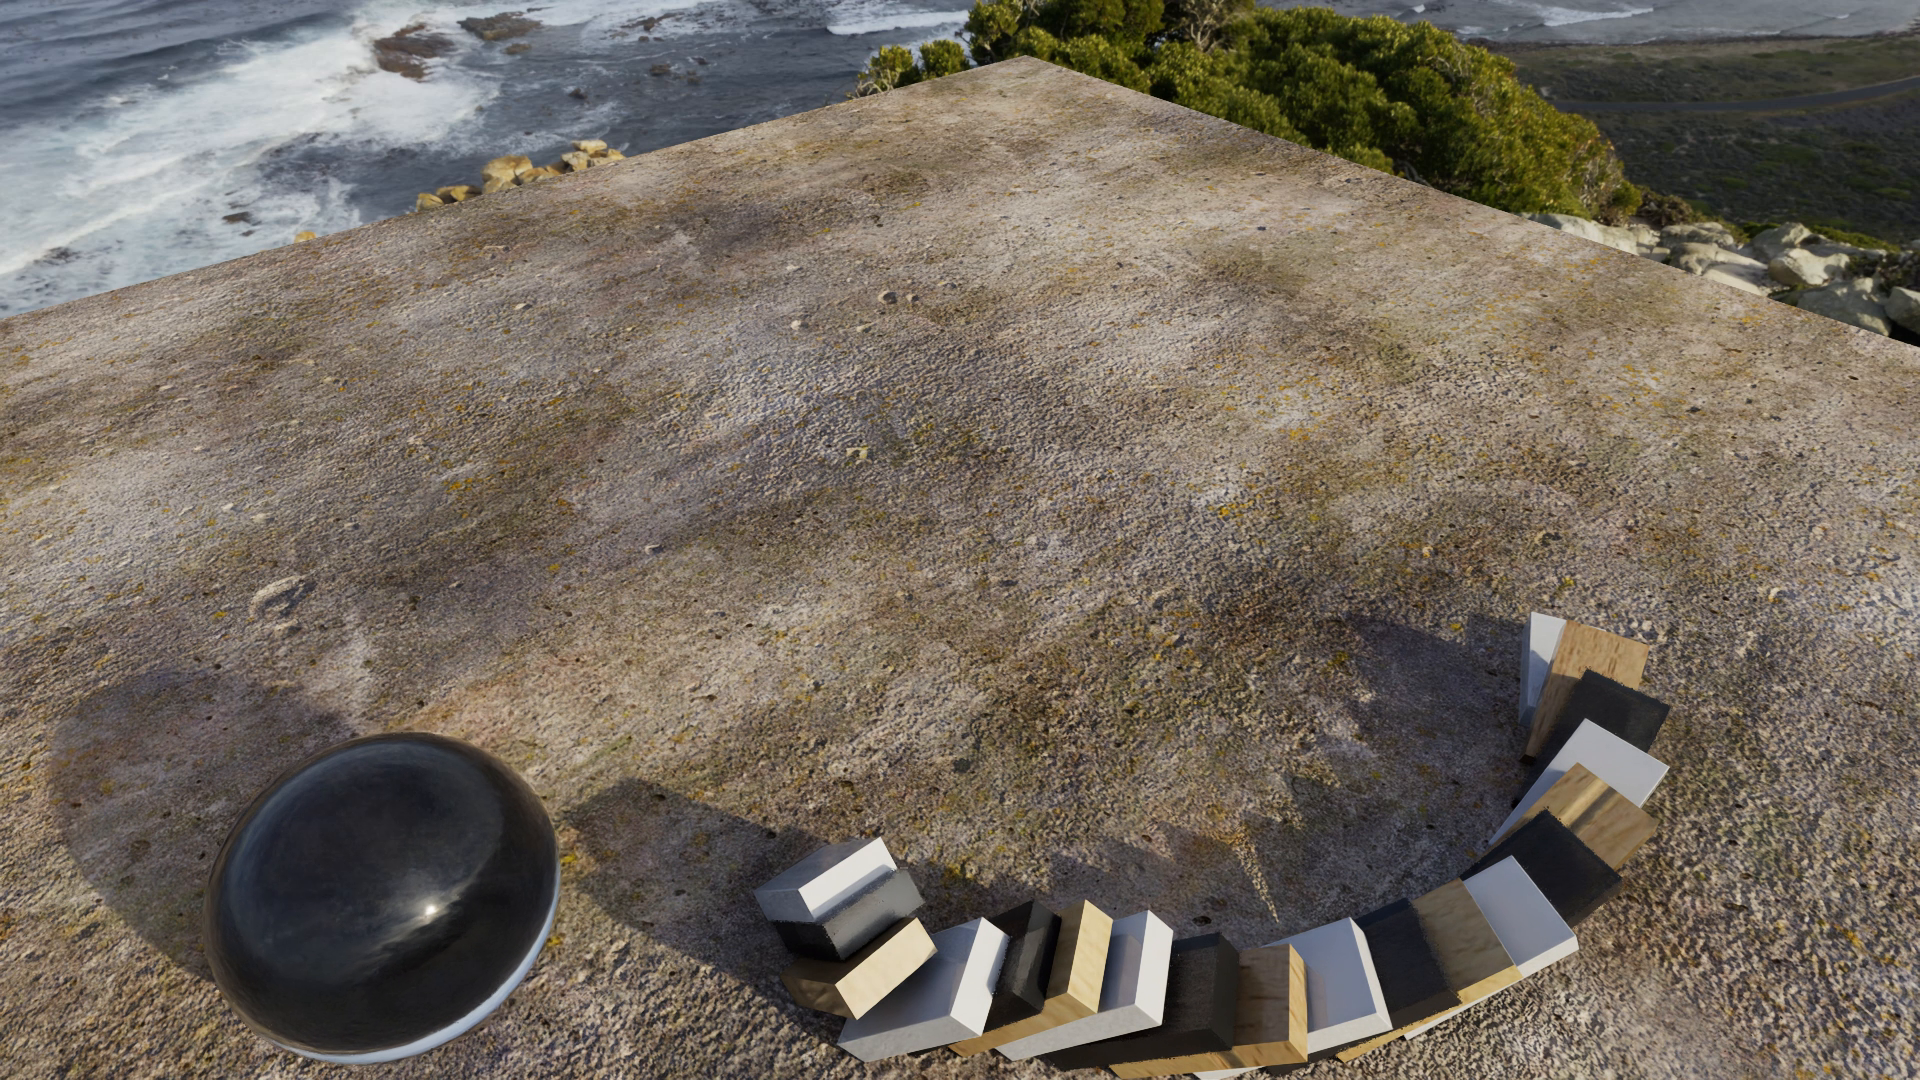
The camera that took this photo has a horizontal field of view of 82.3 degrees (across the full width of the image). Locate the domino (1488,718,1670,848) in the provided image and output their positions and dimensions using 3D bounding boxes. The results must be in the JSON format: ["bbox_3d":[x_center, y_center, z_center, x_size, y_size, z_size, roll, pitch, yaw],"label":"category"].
[{"bbox_3d":[0.184,0.081,0.328,0.050,0.009,0.025,-47,54,-10],"label":"domino"}]

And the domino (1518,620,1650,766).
[{"bbox_3d":[0.204,0.054,0.360,0.025,0.009,0.050,20,71,22],"label":"domino"}]

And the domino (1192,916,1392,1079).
[{"bbox_3d":[0.080,0.117,0.279,0.050,0.010,0.025,-29,33,23],"label":"domino"}]

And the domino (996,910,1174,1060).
[{"bbox_3d":[0.030,0.113,0.279,0.010,0.050,0.025,43,38,-17],"label":"domino"}]

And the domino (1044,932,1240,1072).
[{"bbox_3d":[0.045,0.117,0.277,0.050,0.010,0.025,-27,26,34],"label":"domino"}]

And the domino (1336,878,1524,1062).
[{"bbox_3d":[0.115,0.112,0.286,0.050,0.009,0.025,-33,39,14],"label":"domino"}]

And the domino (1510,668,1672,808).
[{"bbox_3d":[0.197,0.068,0.343,0.025,0.009,0.050,29,74,30],"label":"domino"}]

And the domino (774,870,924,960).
[{"bbox_3d":[-0.031,0.100,0.294,0.025,0.050,0.010,-27,85,-29],"label":"domino"}]

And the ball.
[{"bbox_3d":[-0.144,0.089,0.279,0.080,0.080,0.080,0,39,0],"label":"ball"}]

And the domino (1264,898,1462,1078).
[{"bbox_3d":[0.098,0.115,0.282,0.050,0.009,0.025,-32,36,18],"label":"domino"}]

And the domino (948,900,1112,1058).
[{"bbox_3d":[0.016,0.112,0.279,0.009,0.050,0.025,39,39,-15],"label":"domino"}]

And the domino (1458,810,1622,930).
[{"bbox_3d":[0.152,0.100,0.303,0.050,0.009,0.025,-38,46,-1],"label":"domino"}]

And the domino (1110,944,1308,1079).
[{"bbox_3d":[0.061,0.119,0.277,0.050,0.009,0.025,-23,29,31],"label":"domino"}]

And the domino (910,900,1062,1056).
[{"bbox_3d":[0.003,0.112,0.279,0.010,0.050,0.025,39,39,-15],"label":"domino"}]

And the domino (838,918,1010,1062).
[{"bbox_3d":[-0.010,0.114,0.276,0.010,0.050,0.025,39,44,-15],"label":"domino"}]

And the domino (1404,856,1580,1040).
[{"bbox_3d":[0.133,0.108,0.293,0.050,0.010,0.025,-32,42,6],"label":"domino"}]

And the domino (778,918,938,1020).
[{"bbox_3d":[-0.027,0.109,0.282,0.025,0.050,0.010,-31,88,-30],"label":"domino"}]

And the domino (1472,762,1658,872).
[{"bbox_3d":[0.170,0.091,0.315,0.050,0.009,0.025,-42,52,-5],"label":"domino"}]

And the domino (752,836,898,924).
[{"bbox_3d":[-0.038,0.093,0.301,0.025,0.050,0.010,-27,85,-29],"label":"domino"}]

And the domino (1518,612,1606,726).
[{"bbox_3d":[0.211,0.048,0.385,0.025,0.010,0.050,15,42,18],"label":"domino"}]
